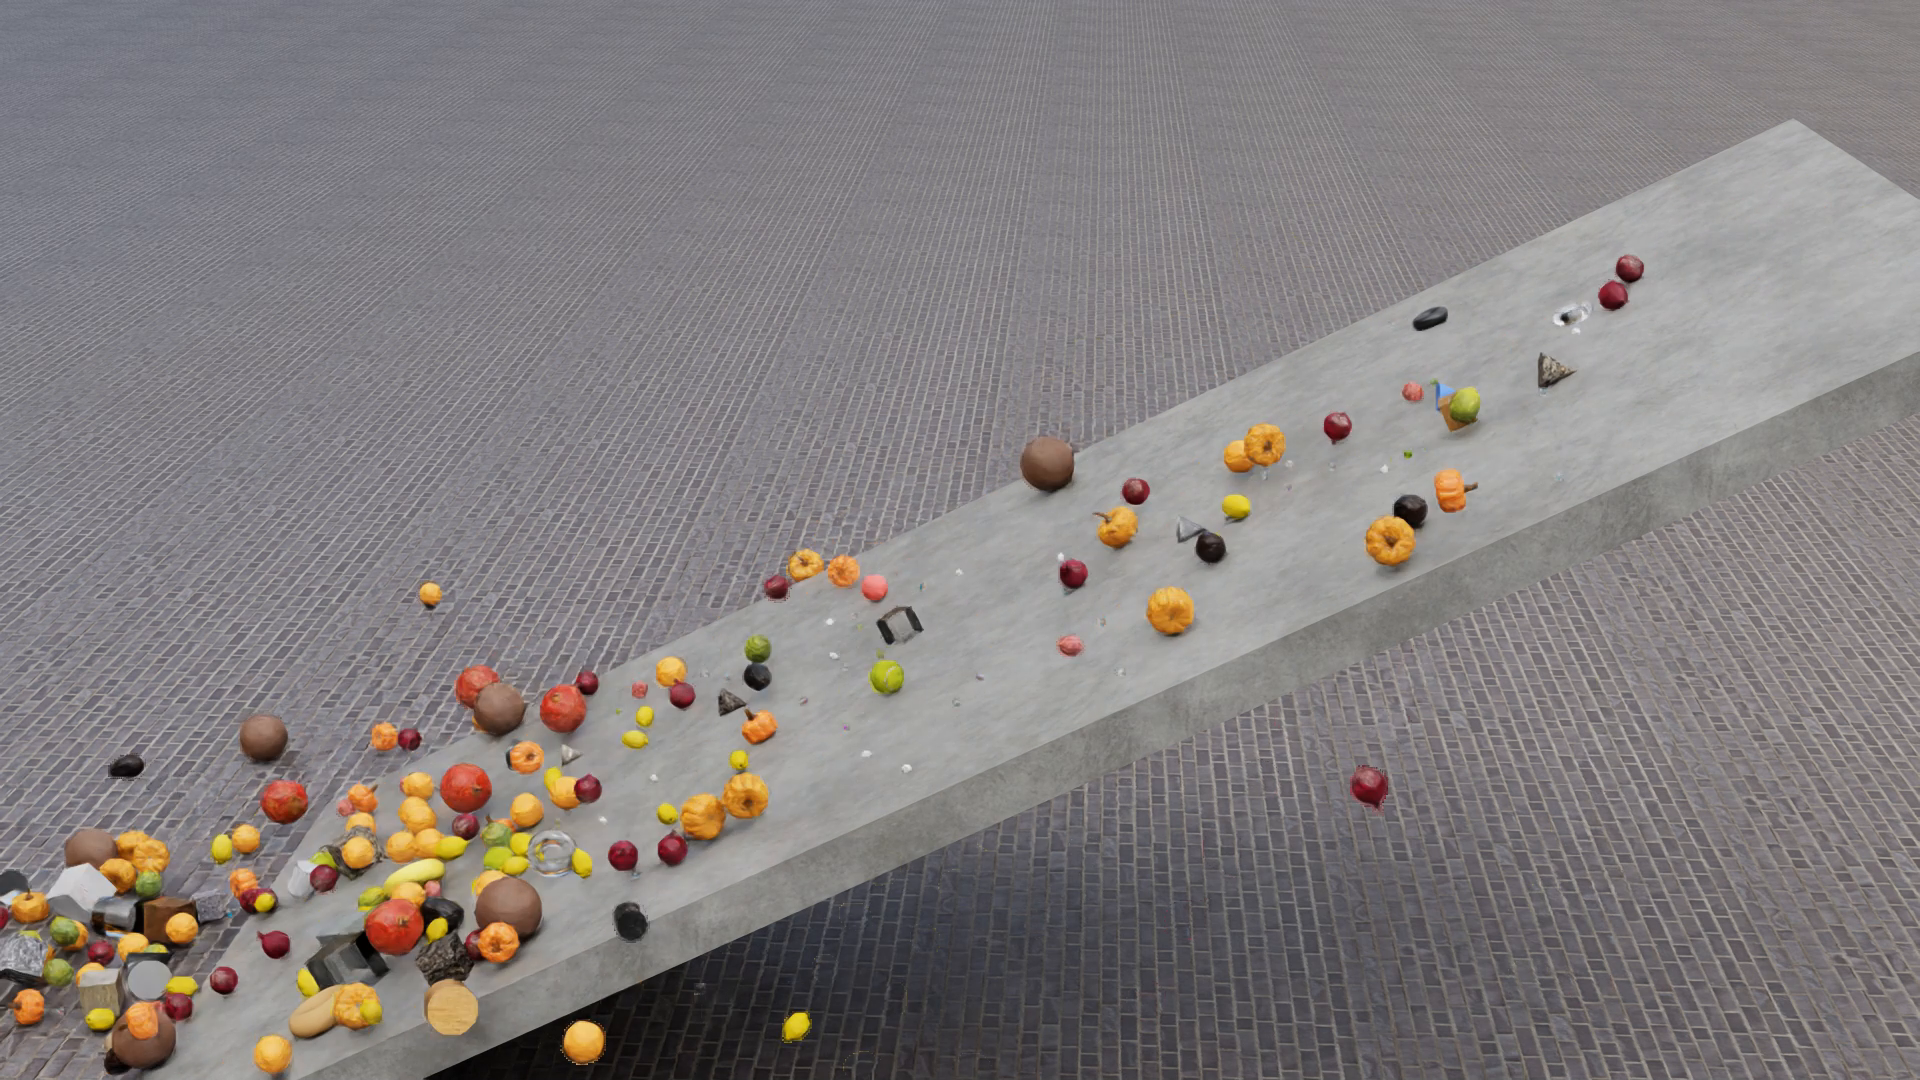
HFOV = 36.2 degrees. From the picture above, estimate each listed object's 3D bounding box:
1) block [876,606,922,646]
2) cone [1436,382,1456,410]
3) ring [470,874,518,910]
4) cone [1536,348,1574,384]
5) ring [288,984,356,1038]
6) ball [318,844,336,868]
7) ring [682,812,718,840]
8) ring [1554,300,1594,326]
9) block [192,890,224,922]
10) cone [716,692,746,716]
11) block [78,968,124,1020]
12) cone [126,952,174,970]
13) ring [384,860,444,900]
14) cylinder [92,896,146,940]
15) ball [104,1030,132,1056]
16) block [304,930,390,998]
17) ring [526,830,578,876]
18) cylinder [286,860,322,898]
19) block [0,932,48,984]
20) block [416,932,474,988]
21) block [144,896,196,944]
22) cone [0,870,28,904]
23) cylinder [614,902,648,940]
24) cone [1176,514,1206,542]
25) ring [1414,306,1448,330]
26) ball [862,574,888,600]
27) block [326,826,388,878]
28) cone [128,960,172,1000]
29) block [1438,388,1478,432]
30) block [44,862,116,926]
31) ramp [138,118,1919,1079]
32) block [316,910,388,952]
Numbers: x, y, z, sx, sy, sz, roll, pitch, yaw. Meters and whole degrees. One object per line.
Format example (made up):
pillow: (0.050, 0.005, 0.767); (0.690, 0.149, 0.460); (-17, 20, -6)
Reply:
block: (-0.132, 0.186, 6.383); (0.061, 0.061, 0.061); (-37, 16, -34)
cone: (1.014, -0.295, 6.054); (0.060, 0.060, 0.060); (1, 16, 1)
ring: (-0.954, 0.722, 6.024); (0.106, 0.035, 0.106); (-26, 12, 6)
cone: (1.192, -0.337, 5.853); (0.073, 0.073, 0.073); (16, 18, 6)
ring: (-1.258, 0.930, 5.804); (0.146, 0.049, 0.146); (-27, 13, 7)
ball: (-1.484, 0.743, 6.920); (0.055, 0.055, 0.055); (0, 16, 0)
ring: (-0.511, 0.562, 5.787); (0.081, 0.027, 0.081); (-25, 15, 7)
ring: (1.293, -0.478, 6.196); (0.087, 0.029, 0.087); (-25, 15, 7)
block: (-1.805, 0.878, 7.056); (0.059, 0.059, 0.059); (-11, 9, -20)
cone: (-0.497, 0.361, 6.507); (0.061, 0.061, 0.061); (-9, 12, 23)
block: (-1.918, 1.014, 6.572); (0.081, 0.081, 0.081); (-6, 17, -8)
cone: (-1.822, 0.957, 6.677); (0.097, 0.097, 0.097); (-29, 16, 5)
ring: (-1.167, 0.726, 6.298); (0.137, 0.046, 0.137); (-25, -15, -7)
cylinder: (-1.986, 0.895, 6.960); (0.095, 0.095, 0.095); (5, 17, 17)
ball: (-1.812, 1.083, 6.328); (0.056, 0.056, 0.056); (0, 16, 0)
block: (-1.232, 0.858, 5.912); (0.098, 0.098, 0.098); (-15, 18, 43)
ring: (-0.823, 0.632, 5.940); (0.106, 0.106, 0.035); (-1, 23, -2)
cylinder: (-1.506, 0.779, 6.756); (0.063, 0.063, 0.063); (25, 12, -6)
block: (-2.119, 0.943, 6.629); (0.083, 0.083, 0.083); (24, -33, -35)
block: (-0.992, 0.814, 5.668); (0.074, 0.074, 0.074); (-26, 13, 6)
block: (-1.867, 0.897, 6.943); (0.085, 0.085, 0.085); (5, 6, 17)
cone: (-2.310, 0.854, 7.203); (0.083, 0.083, 0.083); (0, -10, -1)
cylinder: (-0.606, 0.699, 5.403); (0.055, 0.055, 0.055); (-4, 13, -13)
cone: (0.480, -0.023, 6.066); (0.059, 0.059, 0.059); (-1, 16, -3)
ring: (1.076, -0.508, 6.722); (0.086, 0.029, 0.086); (-26, 12, 6)
ball: (-0.197, 0.109, 6.797); (0.061, 0.061, 0.061); (0, 16, 0)
block: (-1.389, 0.717, 6.767); (0.086, 0.086, 0.086); (-35, 15, -29)
cone: (-1.803, 0.999, 6.551); (0.095, 0.095, 0.095); (6, 56, -9)
block: (0.996, -0.260, 5.890); (0.058, 0.058, 0.058); (-24, 14, 13)
block: (-2.096, 0.845, 7.012); (0.097, 0.097, 0.097); (-15, 34, 37)
ramp: (0.138, 0.168, 6.281); (4.000, 0.100, 2.000); (-25, 14, 10)
block: (-1.257, 0.830, 6.086); (0.088, 0.088, 0.088); (-12, 20, 48)
